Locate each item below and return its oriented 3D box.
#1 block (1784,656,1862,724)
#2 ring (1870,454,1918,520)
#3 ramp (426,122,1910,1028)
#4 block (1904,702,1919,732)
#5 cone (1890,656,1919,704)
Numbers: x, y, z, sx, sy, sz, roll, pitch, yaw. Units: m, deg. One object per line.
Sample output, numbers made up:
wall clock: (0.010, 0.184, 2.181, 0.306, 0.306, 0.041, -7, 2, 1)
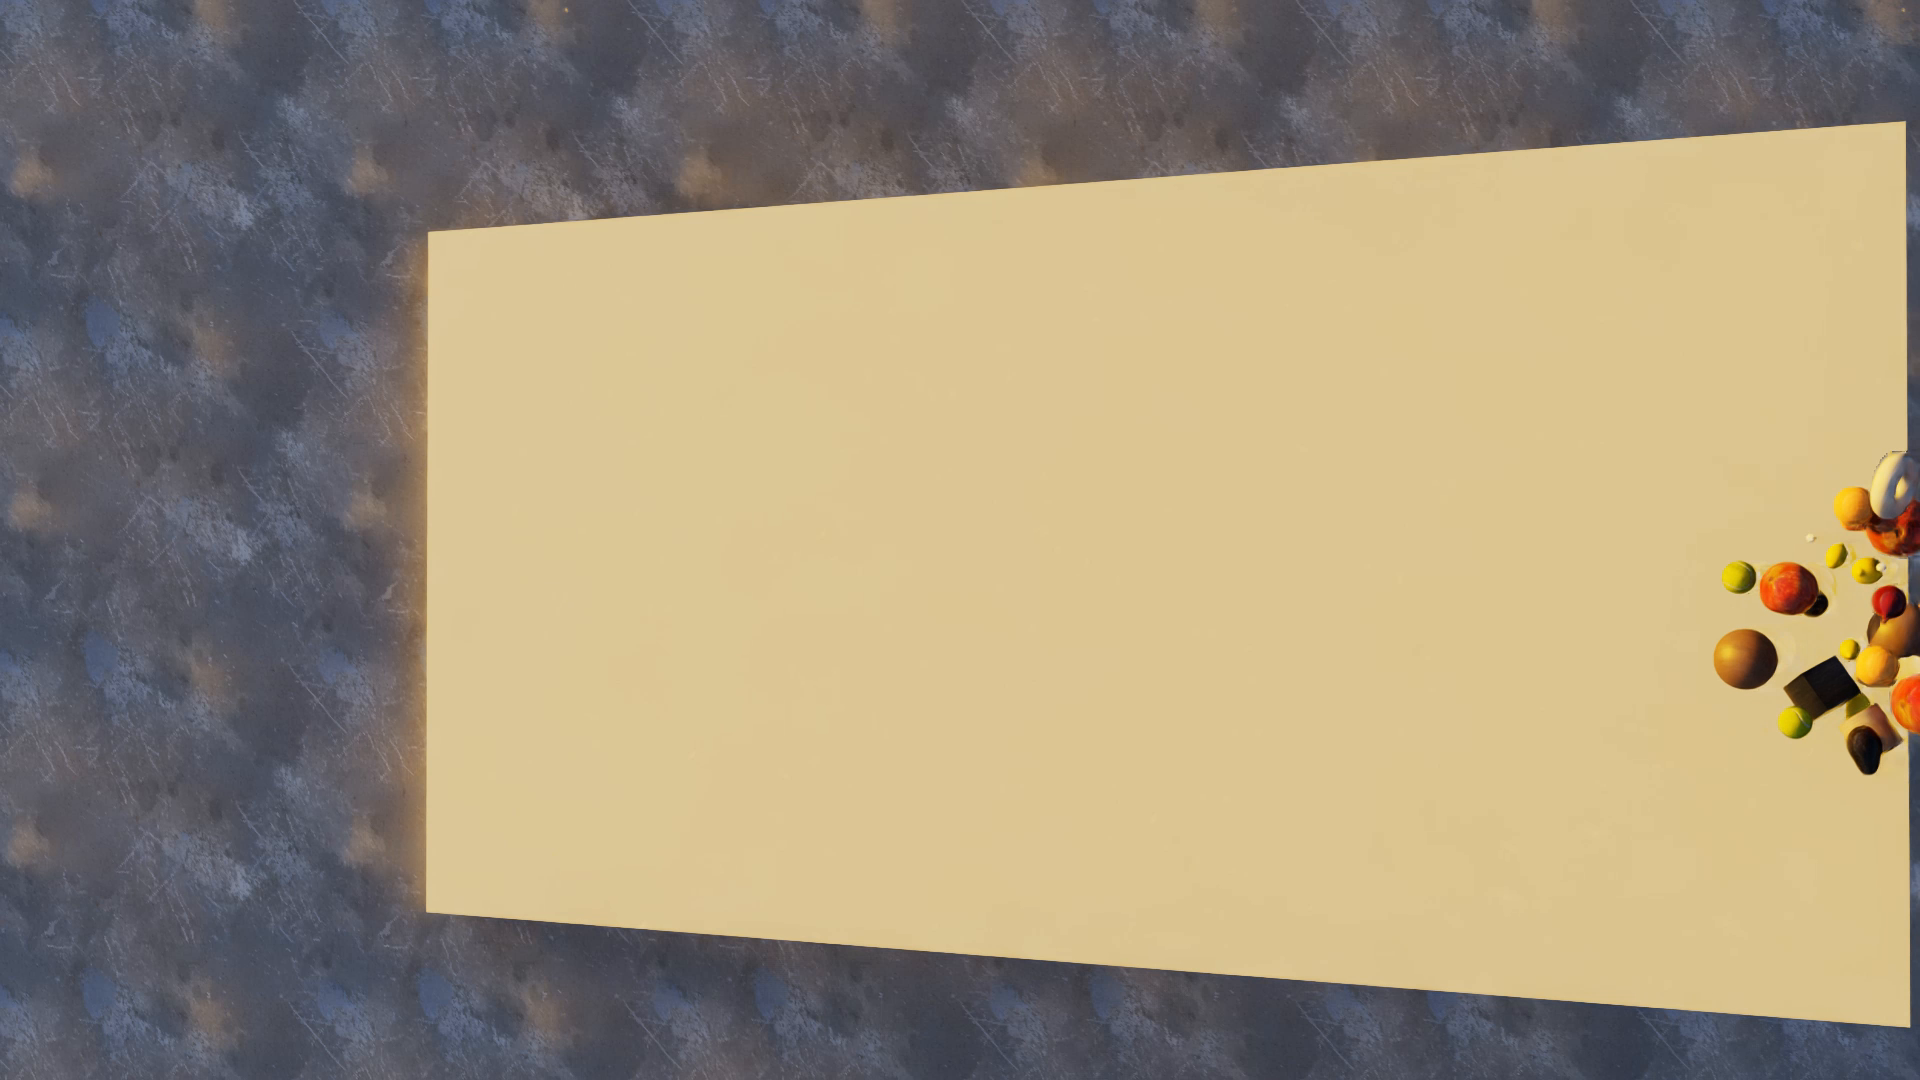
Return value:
block: (1.844, 0.321, 4.704, 0.093, 0.093, 0.093, -25, 71, -15)
ring: (1.617, -0.093, 3.806, 0.039, 0.118, 0.118, 22, 89, 44)
ramp: (0.283, 0.084, 5.707, 4.000, 0.100, 2.000, 0, 89, 24)
block: (1.884, 0.354, 4.202, 0.092, 0.092, 0.092, -37, 102, 19)
cone: (1.910, 0.295, 4.398, 0.090, 0.090, 0.090, -16, 119, 0)
